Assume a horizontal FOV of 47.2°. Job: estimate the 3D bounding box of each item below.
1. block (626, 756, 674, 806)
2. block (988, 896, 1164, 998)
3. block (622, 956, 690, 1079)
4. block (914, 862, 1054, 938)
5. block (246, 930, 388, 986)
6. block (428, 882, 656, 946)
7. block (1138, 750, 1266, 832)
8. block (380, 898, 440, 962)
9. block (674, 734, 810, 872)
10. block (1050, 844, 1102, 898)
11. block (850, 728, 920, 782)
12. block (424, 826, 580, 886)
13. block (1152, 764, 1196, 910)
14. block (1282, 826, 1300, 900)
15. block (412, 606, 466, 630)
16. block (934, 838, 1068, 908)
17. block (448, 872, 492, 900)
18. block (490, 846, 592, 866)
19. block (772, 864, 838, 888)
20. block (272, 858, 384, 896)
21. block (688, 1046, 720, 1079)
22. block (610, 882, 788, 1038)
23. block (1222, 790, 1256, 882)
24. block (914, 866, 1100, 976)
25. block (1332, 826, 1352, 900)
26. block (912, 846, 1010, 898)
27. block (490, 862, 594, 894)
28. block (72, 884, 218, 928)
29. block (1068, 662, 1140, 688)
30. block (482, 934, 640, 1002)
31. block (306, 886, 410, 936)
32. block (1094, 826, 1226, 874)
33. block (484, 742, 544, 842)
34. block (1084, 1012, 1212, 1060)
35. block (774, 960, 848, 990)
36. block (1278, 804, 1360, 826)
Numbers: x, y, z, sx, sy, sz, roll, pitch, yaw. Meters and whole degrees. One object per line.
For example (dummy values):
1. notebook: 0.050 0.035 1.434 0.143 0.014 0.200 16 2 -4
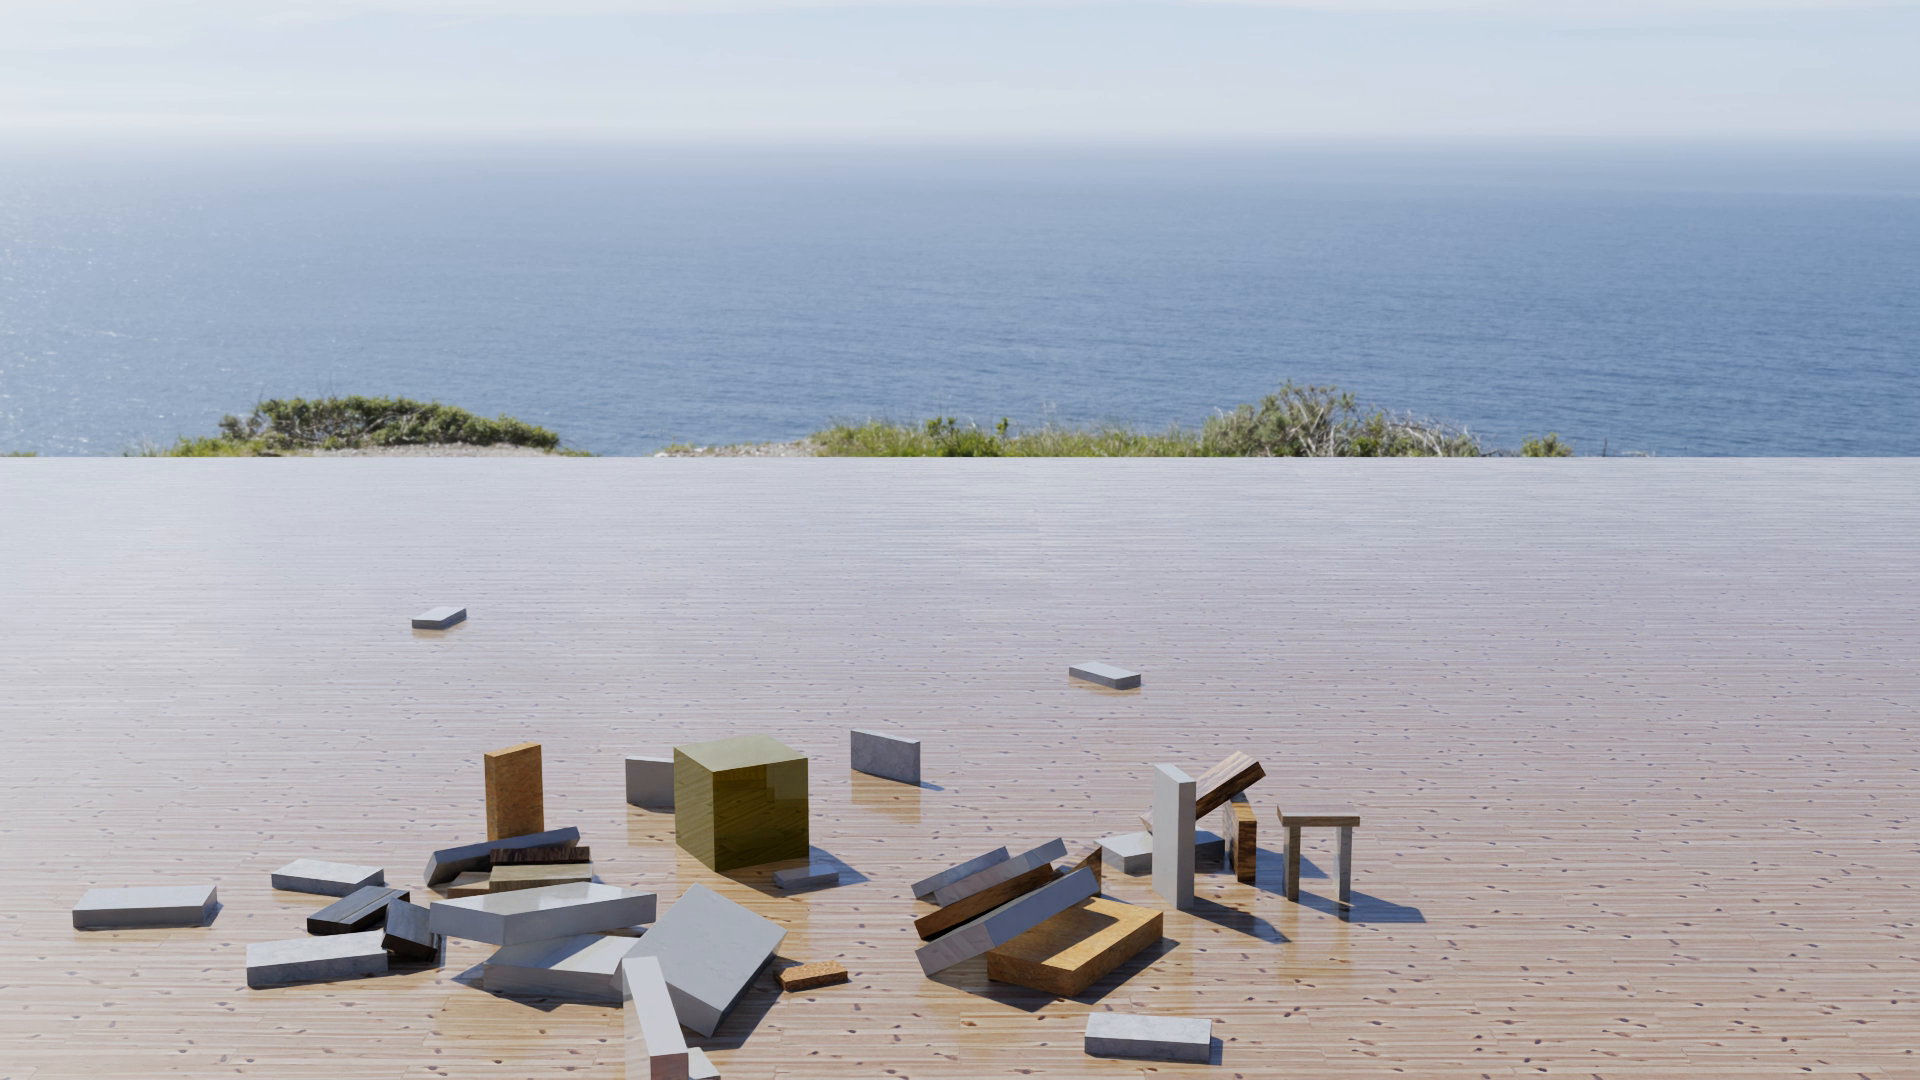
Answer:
1. block: -0.547 0.457 4.150 0.171 0.085 0.024 3 11 15
2. block: 0.181 0.621 3.386 0.147 0.042 0.293 6 12 31
3. block: -0.389 0.668 2.806 0.046 0.162 0.325 -3 11 -14
4. block: 0.042 0.577 3.528 0.103 0.029 0.243 -30 -11 38
5. block: -0.979 0.635 3.348 0.203 0.029 0.101 -3 11 -17
6. block: -0.643 0.578 3.414 0.162 0.046 0.325 2 -1 35
7. block: 0.426 0.450 3.874 0.215 0.030 0.108 -32 9 -7
8. block: -0.855 0.607 3.430 0.082 0.023 0.164 21 5 -15
9. block: -0.386 0.460 3.877 0.179 0.179 0.179 -6 12 -29
10. block: 0.190 0.562 3.596 0.023 0.082 0.165 5 12 25
11. block: -0.148 0.424 4.342 0.159 0.080 0.023 8 13 37
12. block: -0.779 0.538 3.746 0.254 0.023 0.082 -7 -31 -32
13. block: 0.353 0.488 3.629 0.030 0.215 0.108 -3 11 -17
14. block: 0.551 0.528 3.656 0.018 0.127 0.063 0 11 0
15. block: -1.349 0.201 5.701 0.080 0.023 0.159 2 11 11
16. block: 0.066 0.542 3.577 0.207 0.029 0.104 -29 -10 37
17. block: -0.761 0.579 3.663 0.165 0.023 0.082 1 11 4
18. block: -0.706 0.546 3.713 0.164 0.023 0.082 -1 -30 -5
19. block: -0.262 0.571 3.734 0.100 0.014 0.050 -5 12 -25
20. block: -1.067 0.570 3.714 0.165 0.023 0.082 3 11 18
21. block: -0.362 0.713 2.967 0.050 0.014 0.100 -4 11 -23
22. block: -0.379 0.614 3.241 0.162 0.046 0.325 27 15 6
23. block: 0.485 0.507 3.824 0.030 0.108 0.215 0 11 0
24. block: 0.076 0.585 3.387 0.147 0.042 0.293 -30 -8 36
25. block: 0.636 0.528 3.656 0.018 0.127 0.063 0 11 0
26. block: 0.002 0.556 3.686 0.082 0.023 0.165 -29 -10 38
27. block: -0.692 0.559 3.641 0.165 0.023 0.082 -1 11 -7
28. block: -1.322 0.594 3.571 0.202 0.029 0.101 -1 11 -6
29. block: 0.335 0.313 5.100 0.080 0.023 0.159 -8 13 -38
30. block: -0.546 0.639 3.293 0.293 0.042 0.147 2 11 12
31. block: -0.971 0.600 3.553 0.082 0.023 0.164 4 11 19
32. block: 0.349 0.540 3.858 0.207 0.029 0.104 -5 12 -27
33. block: -0.772 0.460 3.816 0.029 0.202 0.101 9 14 40
34. block: 0.263 0.691 3.061 0.171 0.024 0.086 2 11 8
35. block: -0.224 0.652 3.296 0.100 0.014 0.050 -5 12 -25
36. block: 0.593 0.457 3.643 0.127 0.018 0.063 0 11 0
